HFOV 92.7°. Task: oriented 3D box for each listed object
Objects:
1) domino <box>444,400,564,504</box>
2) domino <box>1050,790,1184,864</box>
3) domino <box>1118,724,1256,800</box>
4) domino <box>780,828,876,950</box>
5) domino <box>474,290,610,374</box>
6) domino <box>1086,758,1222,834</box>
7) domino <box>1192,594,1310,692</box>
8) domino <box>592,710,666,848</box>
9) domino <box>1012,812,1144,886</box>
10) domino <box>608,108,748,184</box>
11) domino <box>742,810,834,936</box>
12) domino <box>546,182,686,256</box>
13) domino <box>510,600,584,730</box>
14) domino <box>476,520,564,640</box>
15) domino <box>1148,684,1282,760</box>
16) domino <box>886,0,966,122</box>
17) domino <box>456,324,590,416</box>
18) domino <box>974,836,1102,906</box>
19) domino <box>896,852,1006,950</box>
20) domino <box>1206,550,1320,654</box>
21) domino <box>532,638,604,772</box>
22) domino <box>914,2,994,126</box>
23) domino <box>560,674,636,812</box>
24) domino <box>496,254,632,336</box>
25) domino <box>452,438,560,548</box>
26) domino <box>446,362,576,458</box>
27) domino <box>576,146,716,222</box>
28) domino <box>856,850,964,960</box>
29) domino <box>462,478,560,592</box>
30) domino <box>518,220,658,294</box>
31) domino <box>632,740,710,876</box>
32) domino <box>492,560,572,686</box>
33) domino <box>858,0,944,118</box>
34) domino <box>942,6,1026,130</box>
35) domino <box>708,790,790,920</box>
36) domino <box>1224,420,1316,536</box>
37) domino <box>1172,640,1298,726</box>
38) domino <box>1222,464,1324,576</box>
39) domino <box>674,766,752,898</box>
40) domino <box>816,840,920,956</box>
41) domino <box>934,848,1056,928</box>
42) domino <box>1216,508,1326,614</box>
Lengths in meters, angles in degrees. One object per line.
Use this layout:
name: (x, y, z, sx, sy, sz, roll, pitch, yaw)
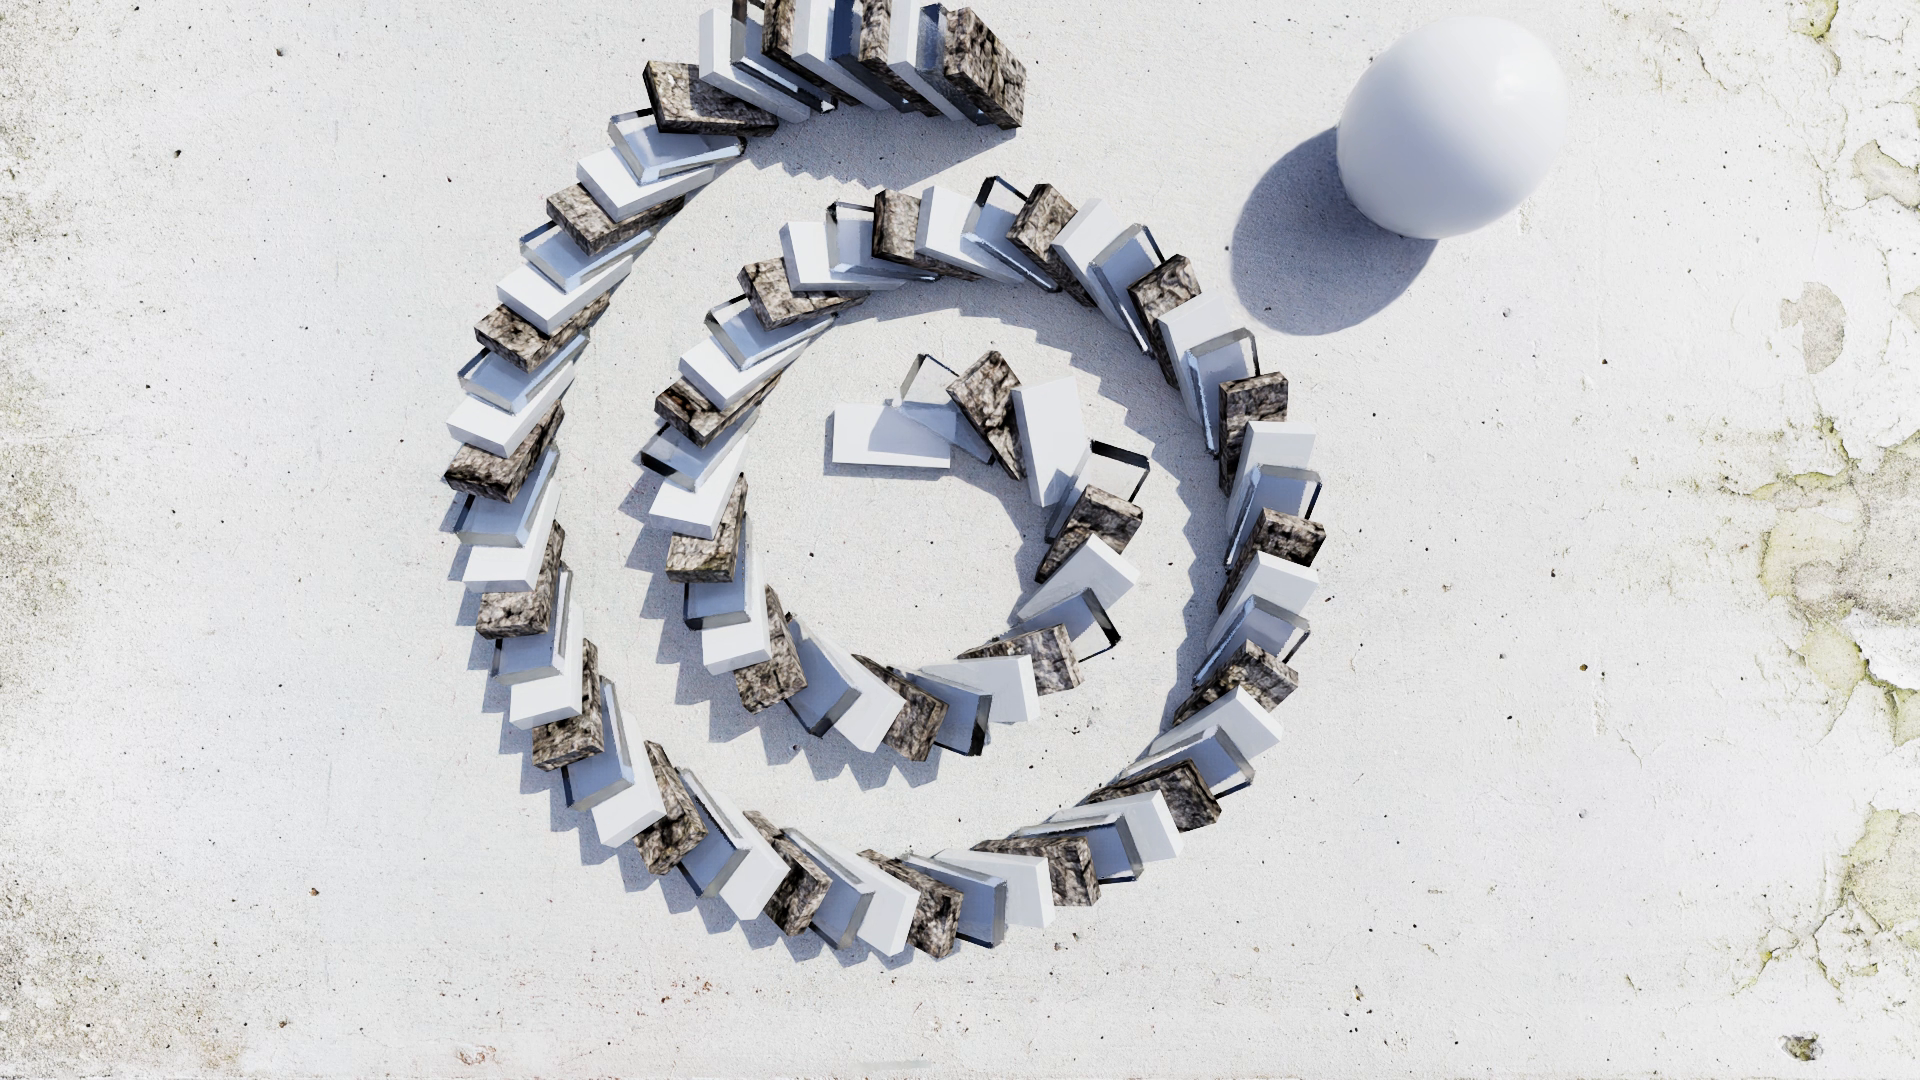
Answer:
domino: (-0.189, -0.040, 0.382, 0.025, 0.010, 0.050, 14, 56, 0)
domino: (0.065, 0.122, 0.382, 0.050, 0.010, 0.025, -24, 90, 33)
domino: (0.094, 0.099, 0.382, 0.050, 0.009, 0.025, -37, 91, 34)
domino: (-0.061, 0.144, 0.382, 0.050, 0.010, 0.025, 25, 90, 33)
domino: (-0.173, -0.094, 0.382, 0.025, 0.009, 0.050, 32, 57, 0)
domino: (0.080, 0.111, 0.382, 0.050, 0.009, 0.025, -31, 90, 34)
domino: (0.121, 0.049, 0.382, 0.025, 0.009, 0.050, 25, 123, 0)
domino: (-0.142, 0.099, 0.382, 0.025, 0.009, 0.050, -34, 56, 0)
domino: (0.049, 0.131, 0.382, 0.050, 0.009, 0.025, -21, 90, 33)
domino: (-0.117, -0.168, 0.382, 0.050, 0.010, 0.025, -33, 90, -34)
domino: (-0.078, 0.138, 0.382, 0.050, 0.009, 0.025, 29, 90, 33)
domino: (-0.143, -0.141, 0.383, 0.025, 0.010, 0.050, 45, 57, 0)
domino: (-0.172, 0.051, 0.382, 0.025, 0.009, 0.050, -15, 57, 1)
domino: (-0.183, 0.016, 0.382, 0.025, 0.009, 0.050, -6, 57, 0)
domino: (0.106, 0.084, 0.382, 0.025, 0.010, 0.050, 44, 124, 0)
domino: (-0.011, -0.196, 0.376, 0.009, 0.050, 0.025, 4, 90, 31)
domino: (-0.181, -0.077, 0.382, 0.025, 0.009, 0.050, 27, 57, 0)
domino: (0.032, 0.138, 0.382, 0.050, 0.009, 0.025, -15, 90, 33)
domino: (-0.005, 0.150, 0.382, 0.050, 0.009, 0.025, 3, 90, 34)
domino: (0.125, 0.030, 0.382, 0.025, 0.010, 0.050, 19, 123, 0)
domino: (-0.164, 0.068, 0.382, 0.025, 0.009, 0.050, -20, 57, 0)
domino: (0.000, -0.194, 0.376, 0.010, 0.050, 0.025, 4, 90, 31)
domino: (-0.154, 0.084, 0.382, 0.025, 0.010, 0.050, -28, 57, 0)
domino: (-0.164, -0.110, 0.382, 0.025, 0.009, 0.050, 35, 57, 0)
domino: (-0.188, -0.021, 0.382, 0.025, 0.009, 0.050, 4, 57, 0)
domino: (-0.186, -0.059, 0.382, 0.025, 0.009, 0.050, 22, 56, 0)
domino: (-0.130, -0.154, 0.383, 0.025, 0.010, 0.050, 49, 57, 0)
domino: (-0.024, 0.151, 0.382, 0.050, 0.009, 0.025, 12, 91, 34)
domino: (-0.186, -0.002, 0.382, 0.025, 0.010, 0.050, -1, 57, 0)
domino: (-0.154, -0.126, 0.383, 0.025, 0.010, 0.050, 41, 57, 0)
domino: (-0.127, 0.111, 0.382, 0.025, 0.010, 0.050, -44, 56, 0)
domino: (-0.178, 0.034, 0.382, 0.025, 0.009, 0.050, -11, 57, 0)
domino: (-0.022, -0.198, 0.376, 0.010, 0.050, 0.025, 4, 90, 31)
domino: (0.011, -0.192, 0.376, 0.010, 0.050, 0.025, 5, 90, 31)
domino: (-0.095, 0.131, 0.382, 0.050, 0.009, 0.025, 35, 90, 33)
domino: (0.129, -0.025, 0.382, 0.025, 0.010, 0.050, 2, 124, 0)
domino: (0.114, 0.067, 0.382, 0.025, 0.010, 0.050, 33, 124, 0)
domino: (0.130, -0.006, 0.382, 0.025, 0.010, 0.050, 8, 124, -1)
domino: (-0.111, 0.121, 0.382, 0.050, 0.010, 0.025, 38, 90, 33)
domino: (-0.042, 0.148, 0.382, 0.050, 0.009, 0.025, 17, 91, 33)
domino: (0.014, 0.145, 0.382, 0.050, 0.009, 0.025, -8, 90, 34)
domino: (0.129, 0.013, 0.382, 0.025, 0.009, 0.050, 15, 124, 0)
